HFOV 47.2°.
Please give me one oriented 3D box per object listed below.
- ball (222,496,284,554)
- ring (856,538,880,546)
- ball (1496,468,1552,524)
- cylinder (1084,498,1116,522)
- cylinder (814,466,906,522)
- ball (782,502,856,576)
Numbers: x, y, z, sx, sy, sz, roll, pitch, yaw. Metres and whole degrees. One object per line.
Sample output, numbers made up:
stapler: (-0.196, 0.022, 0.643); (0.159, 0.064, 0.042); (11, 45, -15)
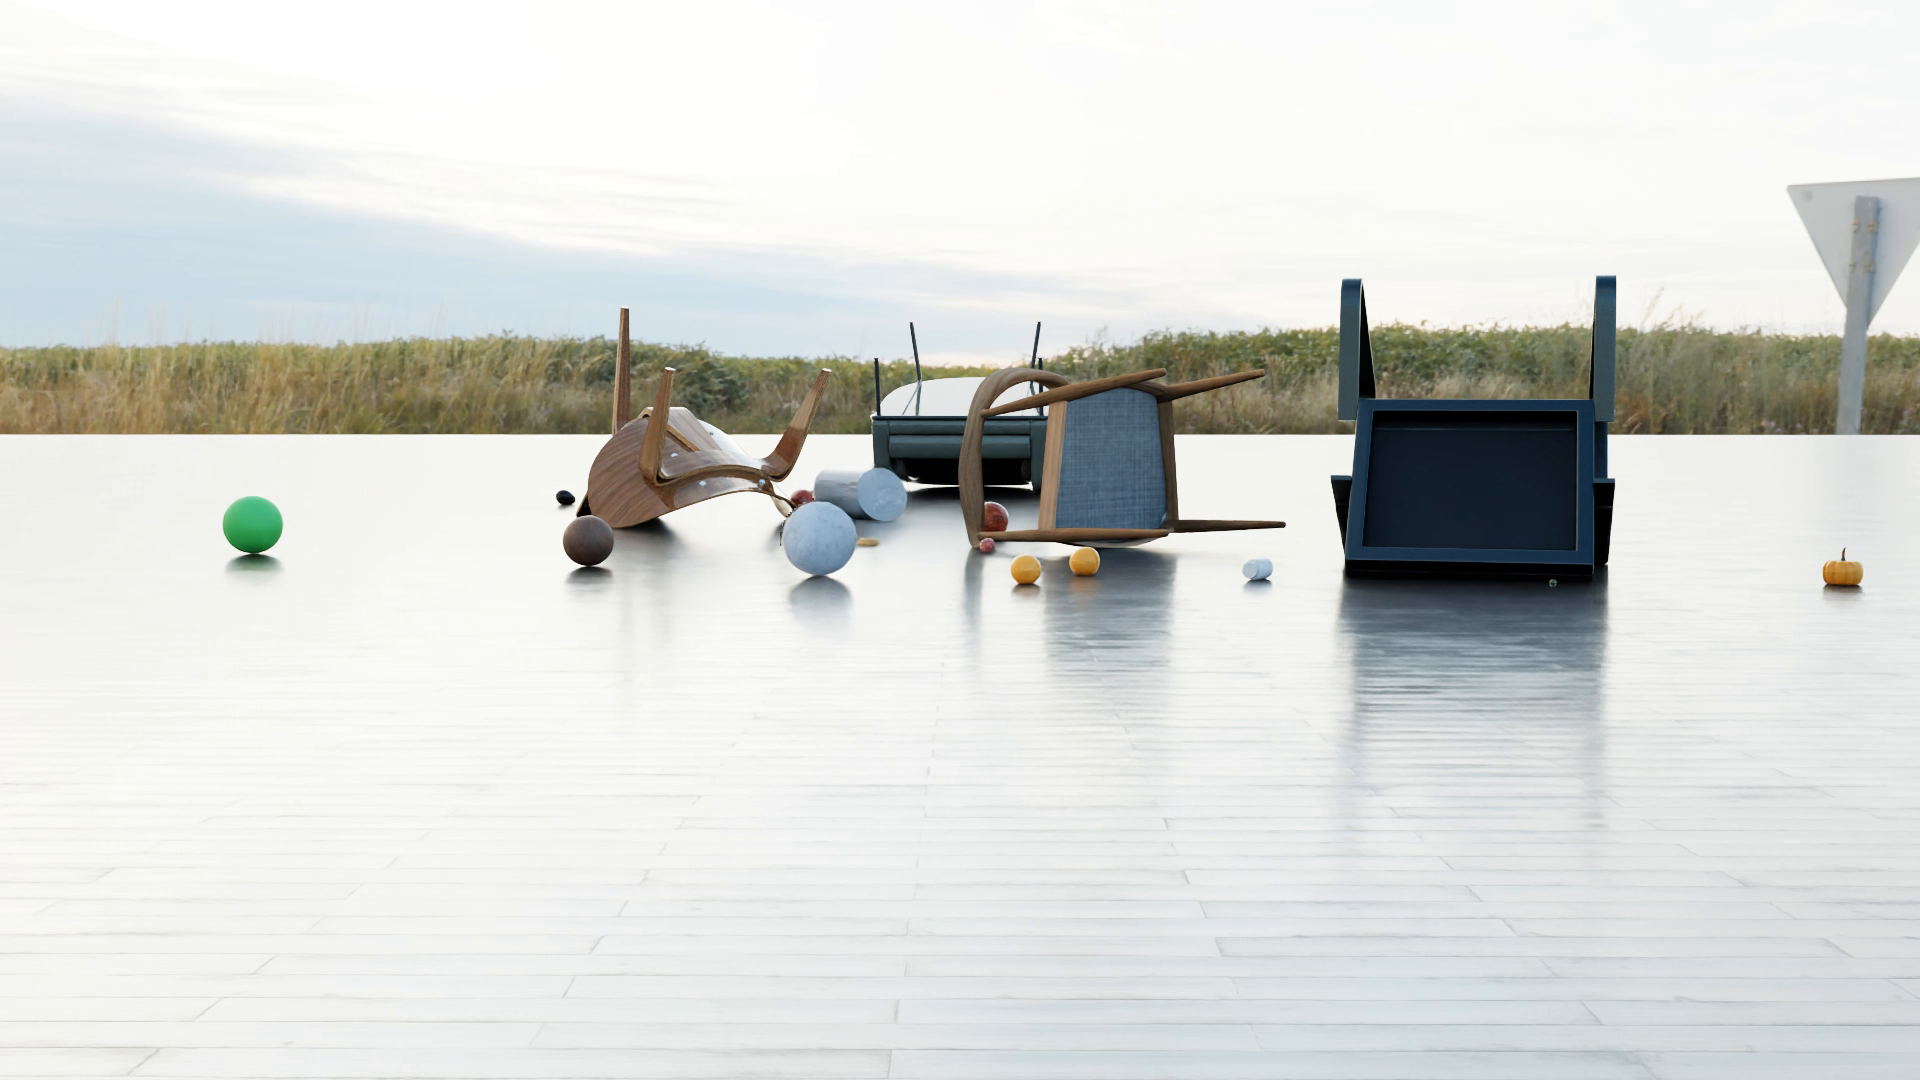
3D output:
ball: (-1.929, -0.042, 5.997); (0.160, 0.160, 0.160); (0, 4, 0)
ring: (-0.263, 0.007, 6.304); (0.068, 0.021, 0.061); (0, 5, -13)
ball: (1.889, -0.148, 7.367); (0.184, 0.184, 0.184); (0, 4, 0)
cylinder: (0.474, -0.101, 7.430); (0.111, 0.080, 0.121); (0, 8, 4)
cylinder: (-0.342, -0.160, 7.533); (0.224, 0.177, 0.235); (4, -14, 46)
ball: (-0.338, -0.003, 5.288); (0.179, 0.179, 0.179); (0, 4, 0)
